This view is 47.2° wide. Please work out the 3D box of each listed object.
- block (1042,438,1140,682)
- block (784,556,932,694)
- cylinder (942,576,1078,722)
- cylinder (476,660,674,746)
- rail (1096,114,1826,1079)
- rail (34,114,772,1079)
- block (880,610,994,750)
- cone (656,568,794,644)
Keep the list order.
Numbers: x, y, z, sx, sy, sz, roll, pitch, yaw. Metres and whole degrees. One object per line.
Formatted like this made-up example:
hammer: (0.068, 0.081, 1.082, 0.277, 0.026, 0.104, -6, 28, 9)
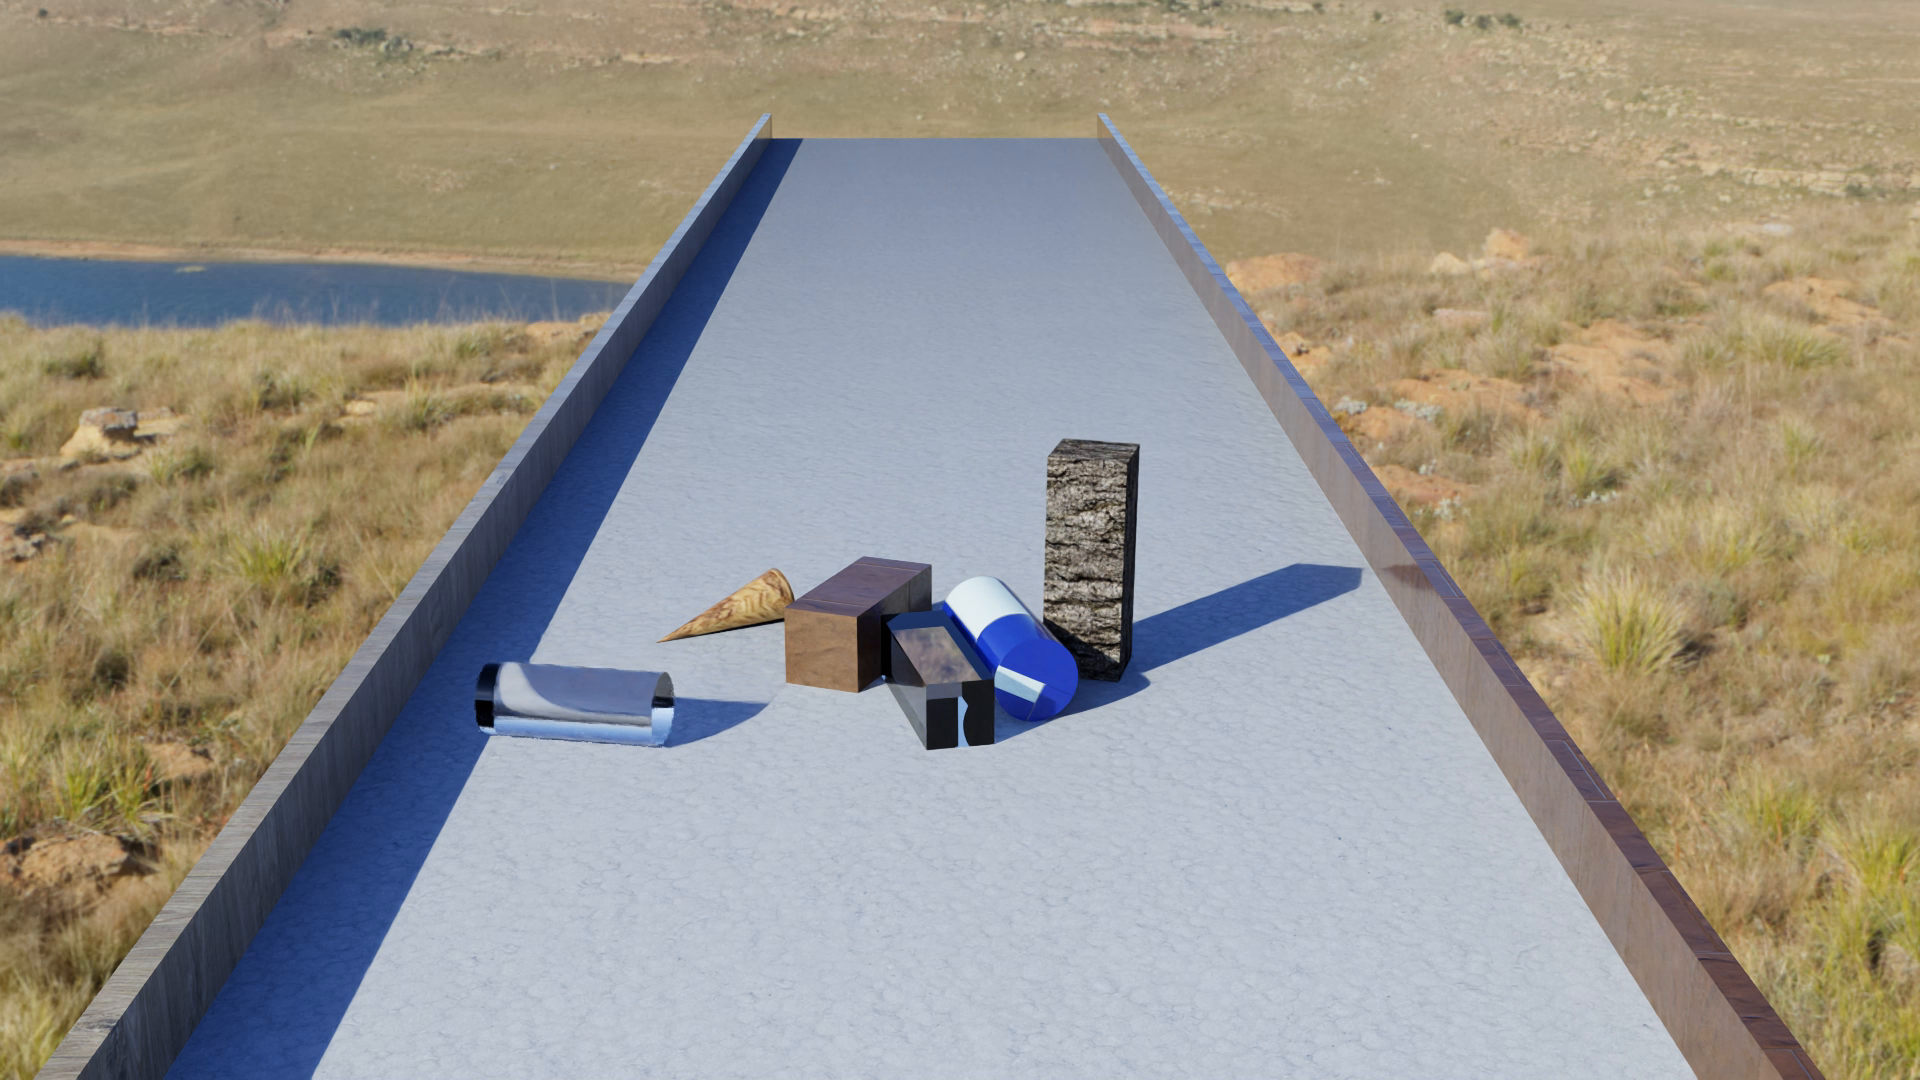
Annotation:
block: (0.256, 0.039, 4.315, 0.154, 0.443, 0.154, 5, 17, 13)
block: (-0.199, 0.164, 4.404, 0.154, 0.154, 0.369, 7, 18, 21)
cylinder: (0.091, 0.205, 4.254, 0.162, 0.162, 0.399, -4, 17, -14)
cylinder: (-0.699, 0.296, 3.997, 0.330, 0.134, 0.134, 3, 17, 10)
rail: (0.932, -0.844, 7.801, 0.050, 0.150, 12.000, 0, 17, -1)
rail: (-1.118, -0.838, 7.780, 0.050, 0.150, 12.000, 0, 17, -1)
block: (-0.046, 0.258, 4.138, 0.126, 0.126, 0.403, -4, 17, -13)
cone: (-0.502, 0.162, 4.587, 0.305, 0.111, 0.111, -22, 26, -29)
